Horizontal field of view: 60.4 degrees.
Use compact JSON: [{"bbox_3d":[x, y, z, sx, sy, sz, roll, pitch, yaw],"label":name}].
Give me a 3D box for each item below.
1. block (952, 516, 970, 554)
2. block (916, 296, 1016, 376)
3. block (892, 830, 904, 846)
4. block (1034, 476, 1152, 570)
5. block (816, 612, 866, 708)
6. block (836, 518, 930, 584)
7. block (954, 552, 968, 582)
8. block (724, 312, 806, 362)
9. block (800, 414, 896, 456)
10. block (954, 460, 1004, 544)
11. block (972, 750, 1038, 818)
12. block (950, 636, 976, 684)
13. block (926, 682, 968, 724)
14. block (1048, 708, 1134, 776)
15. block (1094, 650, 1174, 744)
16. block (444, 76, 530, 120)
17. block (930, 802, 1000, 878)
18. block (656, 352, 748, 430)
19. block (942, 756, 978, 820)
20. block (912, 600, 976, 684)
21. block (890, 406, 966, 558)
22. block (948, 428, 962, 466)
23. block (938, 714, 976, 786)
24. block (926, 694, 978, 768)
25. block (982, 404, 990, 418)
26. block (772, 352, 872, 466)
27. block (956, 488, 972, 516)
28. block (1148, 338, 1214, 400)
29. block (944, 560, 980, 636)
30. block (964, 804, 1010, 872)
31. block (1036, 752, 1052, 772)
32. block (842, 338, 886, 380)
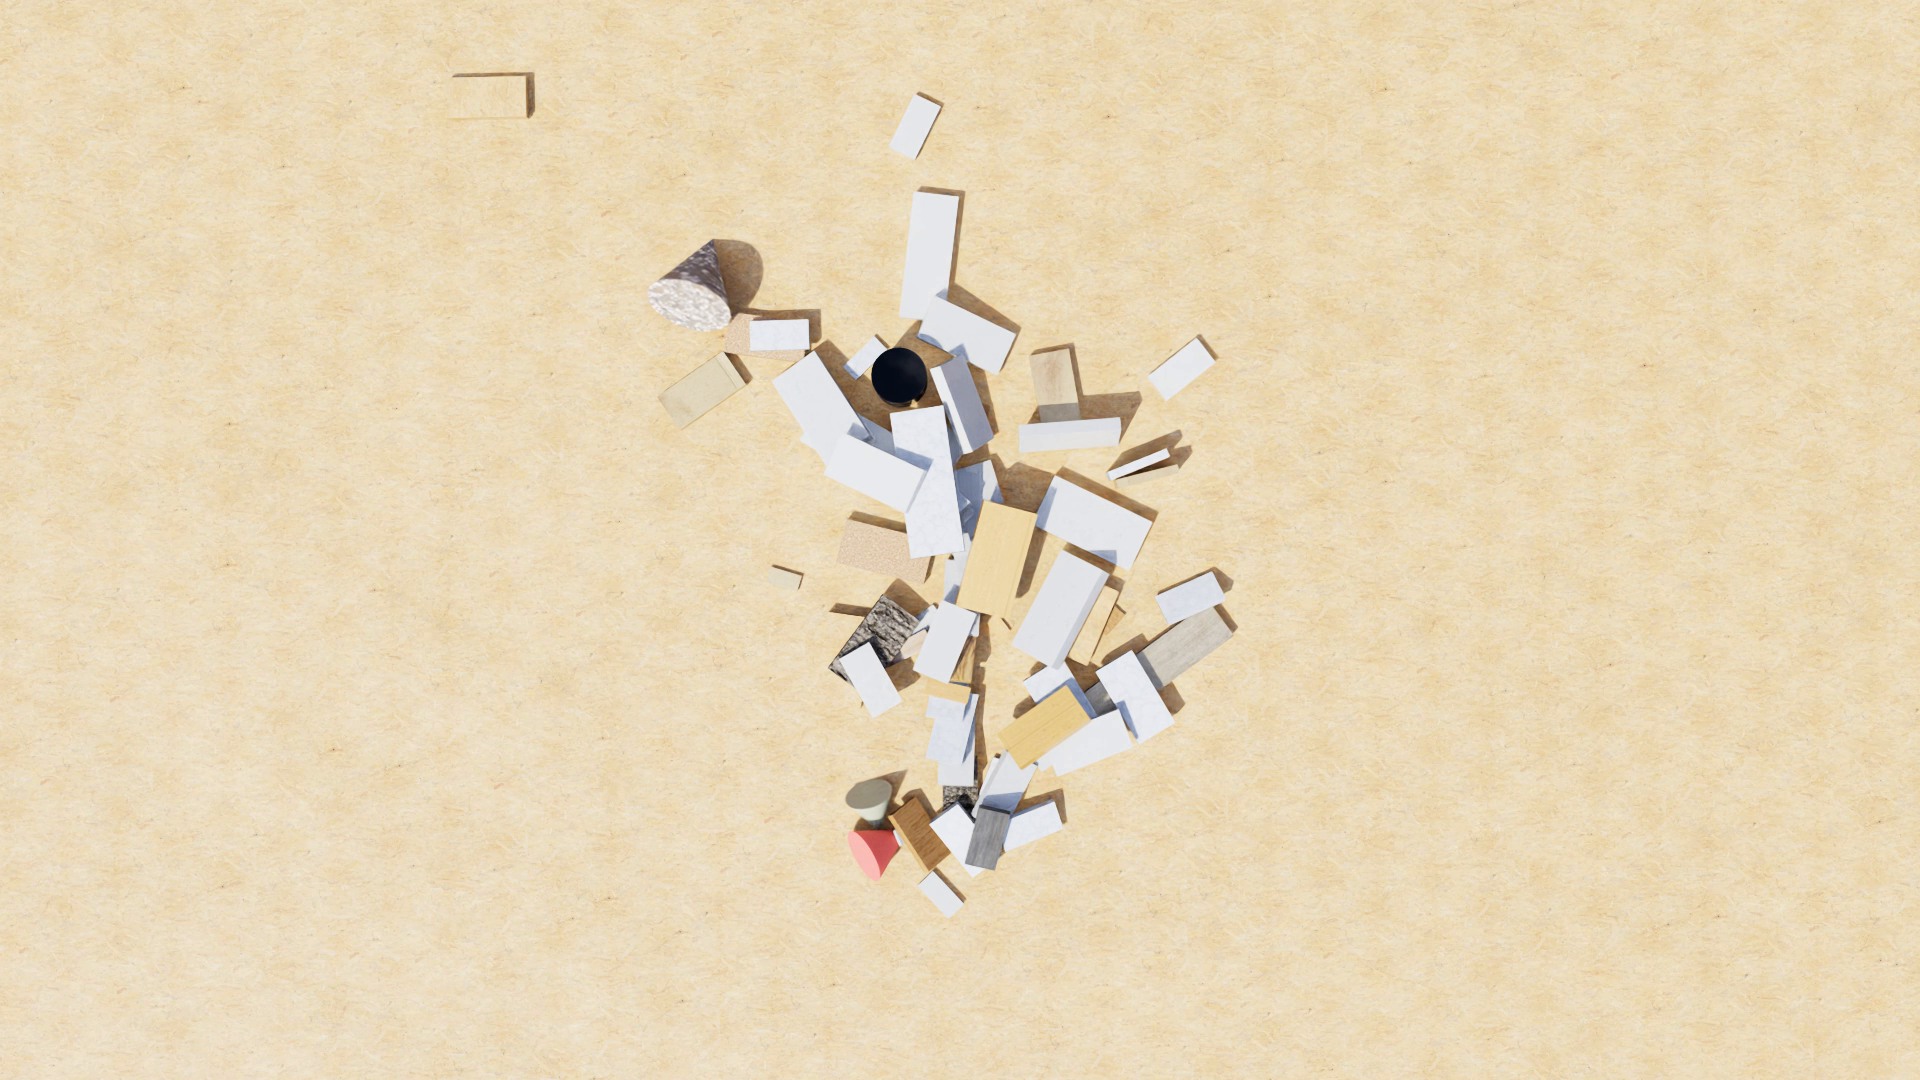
[{"bbox_3d":[-0.001,-0.044,5.462,0.087,0.025,0.175,-11,74,-2],"label":"block"},{"bbox_3d":[0.018,-0.674,5.452,0.296,0.042,0.148,24,90,-11],"label":"block"},{"bbox_3d":[-0.166,0.965,5.462,0.108,0.015,0.054,-23,86,-35],"label":"block"},{"bbox_3d":[0.437,-0.056,5.475,0.357,0.051,0.179,26,90,0],"label":"block"},{"bbox_3d":[-0.383,0.399,5.479,0.152,0.043,0.303,8,90,0],"label":"block"},{"bbox_3d":[-0.248,0.039,5.479,0.300,0.042,0.150,14,90,0],"label":"block"},{"bbox_3d":[0.026,0.057,5.456,0.087,0.025,0.175,-14,70,-3],"label":"block"},{"bbox_3d":[-0.642,-0.672,5.481,0.266,0.038,0.133,8,90,0],"label":"block"},{"bbox_3d":[-0.337,-0.316,5.433,0.348,0.049,0.174,30,90,14],"label":"block"},{"bbox_3d":[0.074,-0.109,5.441,0.142,0.040,0.284,-17,74,0],"label":"block"},{"bbox_3d":[0.146,0.828,5.460,0.121,0.034,0.241,28,89,-23],"label":"block"},{"bbox_3d":[-0.011,0.343,5.436,0.123,0.035,0.246,7,71,0],"label":"block"},{"bbox_3d":[-0.032,0.475,5.445,0.121,0.034,0.241,10,72,1],"label":"block"},{"bbox_3d":[0.417,0.662,5.399,0.266,0.038,0.133,-21,90,0],"label":"block"},{"bbox_3d":[0.577,0.517,5.441,0.139,0.039,0.278,-31,90,0],"label":"block"},{"bbox_3d":[-1.571,-1.467,5.481,0.266,0.038,0.133,-1,90,0],"label":"block"},{"bbox_3d":[0.017,0.990,5.457,0.117,0.033,0.234,-37,100,7],"label":"block"},{"bbox_3d":[-0.857,-0.495,5.481,0.266,0.038,0.133,-35,90,0],"label":"block"},{"bbox_3d":[0.000,0.837,5.483,0.117,0.033,0.234,-1,90,0],"label":"block"},{"bbox_3d":[-0.050,0.332,5.372,0.123,0.035,0.246,22,85,2],"label":"block"},{"bbox_3d":[-0.104,-0.186,5.334,0.174,0.049,0.474,-9,88,3],"label":"block"},{"bbox_3d":[-0.105,-0.245,5.460,0.142,0.040,0.284,33,91,16],"label":"block"},{"bbox_3d":[-0.012,0.695,5.456,0.117,0.033,0.234,2,76,0],"label":"block"},{"bbox_3d":[-0.025,0.615,5.437,0.121,0.034,0.241,13,72,4],"label":"block"},{"bbox_3d":[0.033,-0.433,5.491,0.125,0.018,0.063,16,90,0],"label":"block"},{"bbox_3d":[-0.453,-0.429,5.422,0.174,0.049,0.348,-35,77,6],"label":"block"},{"bbox_3d":[-0.111,-0.163,5.408,0.284,0.040,0.142,43,93,15],"label":"block"},{"bbox_3d":[0.735,-0.566,5.485,0.206,0.029,0.103,-38,90,0],"label":"block"},{"bbox_3d":[0.007,0.191,5.447,0.123,0.035,0.246,3,73,0],"label":"block"},{"bbox_3d":[0.089,0.978,5.416,0.104,0.029,0.207,13,105,-3],"label":"block"},{"bbox_3d":[0.308,0.701,5.490,0.142,0.020,0.071,-37,90,0],"label":"block"},{"bbox_3d":[-0.316,-0.605,5.491,0.146,0.018,0.063,-44,90,0],"label":"block"}]
